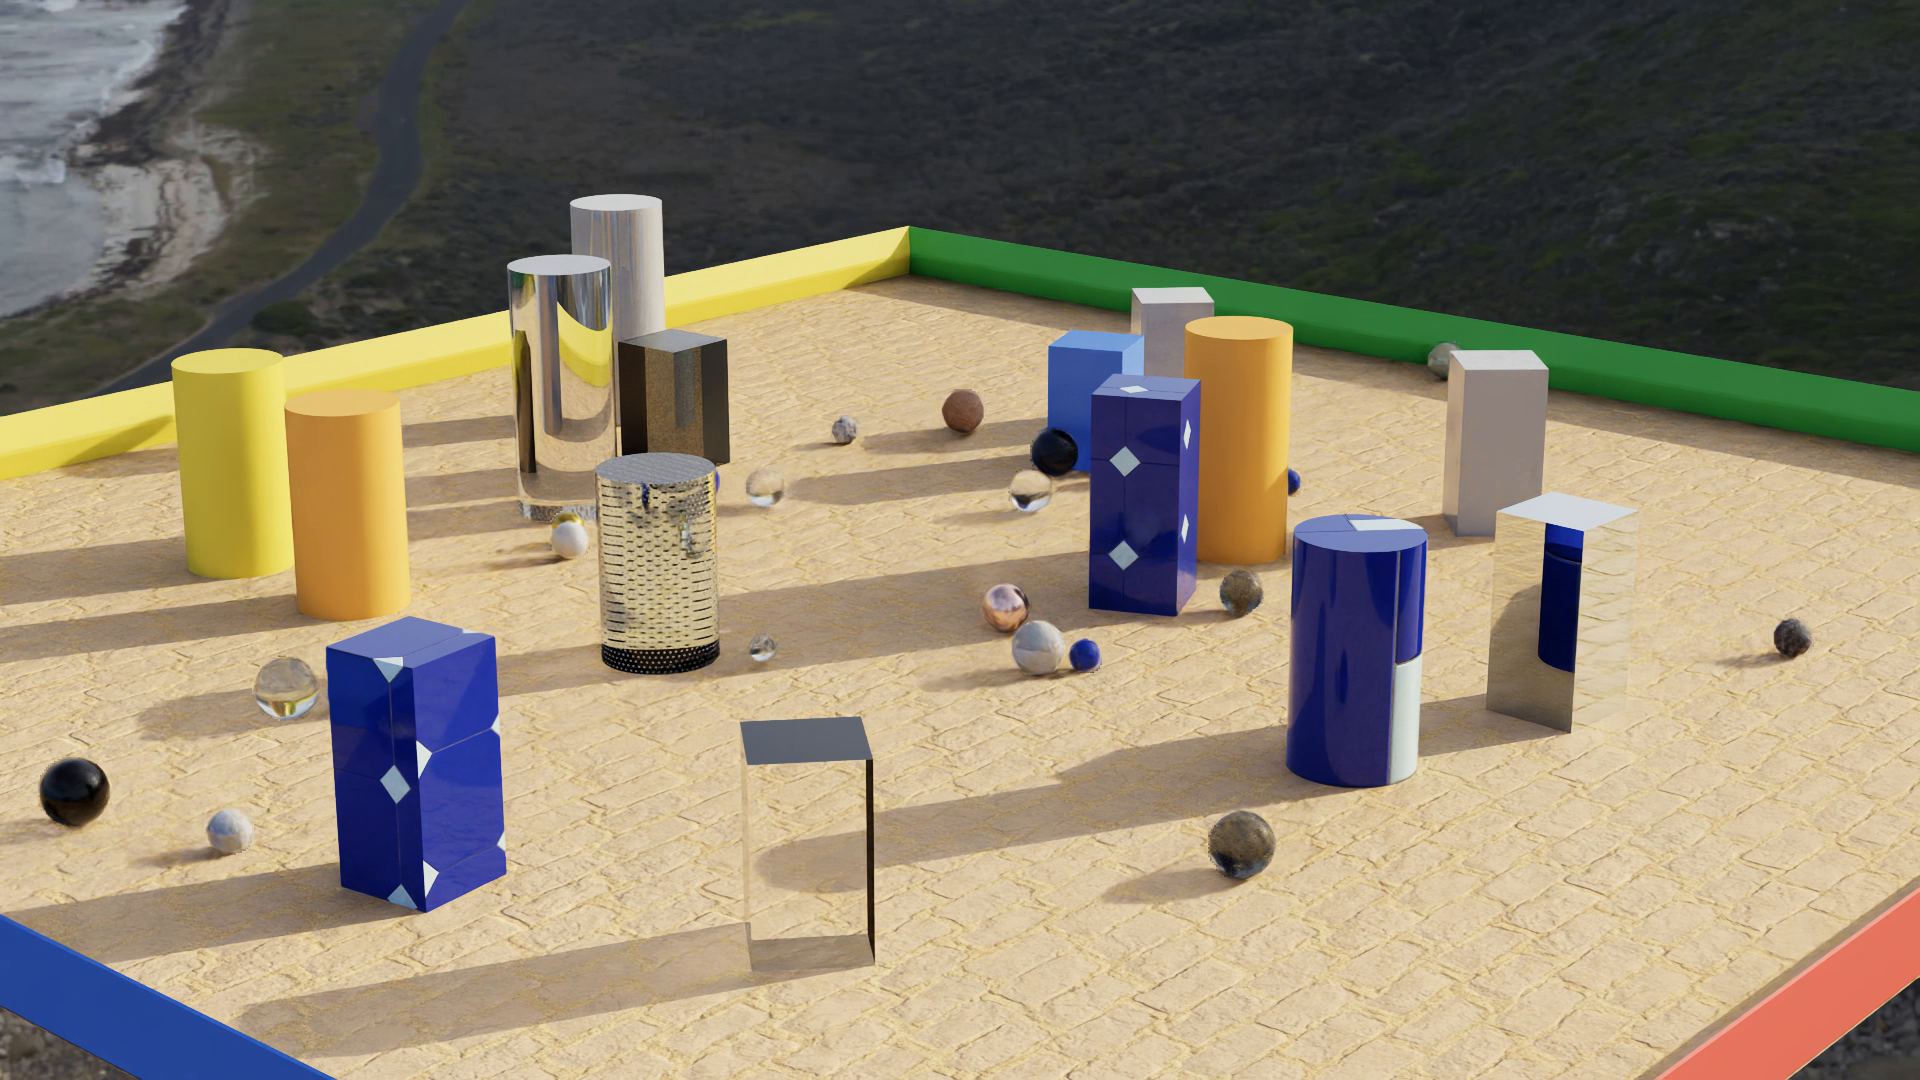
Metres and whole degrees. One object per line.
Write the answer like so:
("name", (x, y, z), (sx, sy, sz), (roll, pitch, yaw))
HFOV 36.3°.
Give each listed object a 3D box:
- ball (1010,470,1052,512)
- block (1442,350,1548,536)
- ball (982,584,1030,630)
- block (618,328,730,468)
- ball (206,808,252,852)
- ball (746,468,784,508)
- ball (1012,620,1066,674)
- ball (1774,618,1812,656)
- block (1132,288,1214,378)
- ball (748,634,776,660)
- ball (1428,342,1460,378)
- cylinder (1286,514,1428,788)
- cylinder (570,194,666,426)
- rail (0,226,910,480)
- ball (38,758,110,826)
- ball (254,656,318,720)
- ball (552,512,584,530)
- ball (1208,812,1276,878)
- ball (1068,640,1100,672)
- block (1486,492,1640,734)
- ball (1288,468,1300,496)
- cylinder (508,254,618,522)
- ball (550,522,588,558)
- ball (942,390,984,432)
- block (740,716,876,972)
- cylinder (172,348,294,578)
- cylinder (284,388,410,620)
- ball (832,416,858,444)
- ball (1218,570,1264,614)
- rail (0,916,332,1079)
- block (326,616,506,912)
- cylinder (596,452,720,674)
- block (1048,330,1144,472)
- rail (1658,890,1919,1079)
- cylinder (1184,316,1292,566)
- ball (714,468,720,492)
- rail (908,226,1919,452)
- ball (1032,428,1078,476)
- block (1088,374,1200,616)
("ball", (0.136, -0.094, 5.614), (0.082, 0.082, 0.082), (0, 17, 0))
("block", (1.001, -0.182, 5.493), (0.155, 0.320, 0.155), (0, 17, -1))
("ball", (0.077, 0.113, 4.933), (0.080, 0.080, 0.080), (0, 17, 0))
("block", (-0.576, -0.277, 5.918), (0.155, 0.258, 0.155), (13, 21, 37))
("ball", (-1.002, 0.398, 4.021), (0.060, 0.060, 0.060), (0, 17, 0))
("ball", (-0.375, -0.101, 5.648), (0.076, 0.076, 0.076), (0, 17, 0))
("ball", (0.126, 0.173, 4.722), (0.087, 0.087, 0.087), (0, 17, 0))
("ball", (1.366, 0.160, 4.808), (0.062, 0.062, 0.062), (0, 17, 0))
("block", (0.454, -0.394, 6.291), (0.155, 0.267, 0.155), (-1, 17, -4))
("ball", (-0.323, 0.176, 4.787), (0.043, 0.043, 0.043), (0, 17, 0))
("ball", (1.103, -0.407, 6.650), (0.083, 0.083, 0.083), (0, 17, 0))
("cylinder", (0.580, 0.161, 4.292), (0.193, 0.358, 0.193), (0, 17, 0))
("cylinder", (-0.728, -0.493, 6.274), (0.193, 0.464, 0.193), (0, 17, 0))
("rail", (-1.434, -0.328, 6.313), (0.045, 0.126, 4.015), (14, 22, 39))
("ball", (-1.241, 0.353, 4.109), (0.096, 0.096, 0.096), (0, 17, 0))
("ball", (-1.039, 0.228, 4.521), (0.097, 0.097, 0.097), (0, 17, 0))
("ball", (-0.723, -0.022, 5.414), (0.060, 0.060, 0.060), (0, 17, 0))
("ball", (0.379, 0.409, 3.936), (0.089, 0.089, 0.089), (0, 17, 0))
("ball", (0.201, 0.186, 4.738), (0.052, 0.052, 0.052), (0, 17, 0))
("block", (0.929, 0.109, 4.526), (0.155, 0.322, 0.155), (15, 23, 41))
("ball", (0.640, -0.113, 5.728), (0.053, 0.053, 0.053), (0, 17, 0))
("cylinder", (-0.753, -0.288, 5.575), (0.193, 0.477, 0.193), (0, 17, 0))
("ball", (-0.710, 0.000, 5.328), (0.068, 0.068, 0.068), (0, 17, 0))
("ball", (0.007, -0.272, 6.193), (0.088, 0.088, 0.088), (0, 17, 0))
("block", (-0.193, 0.382, 3.701), (0.155, 0.276, 0.155), (-2, 17, -7))
("cylinder", (-1.300, -0.139, 5.255), (0.193, 0.375, 0.193), (0, 17, 0))
("cylinder", (-1.049, -0.062, 5.031), (0.193, 0.359, 0.193), (0, 17, 0))
("ball", (-0.240, -0.229, 6.108), (0.055, 0.055, 0.055), (0, 17, 0))
("ball", (0.481, 0.090, 5.018), (0.075, 0.075, 0.075), (0, 17, 0))
("rail", (-1.301, 0.464, 3.686), (3.847, 0.126, 0.045), (14, 22, 39))
("block", (-0.719, 0.294, 3.884), (0.155, 0.338, 0.155), (11, 20, 32))
("cylinder", (-0.492, 0.037, 4.772), (0.193, 0.319, 0.193), (0, 17, 0))
("block", (0.275, -0.280, 5.937), (0.155, 0.253, 0.155), (6, 18, 19))
("rail", (1.434, 0.391, 3.928), (0.045, 0.126, 4.015), (14, 22, 39))
("cylinder", (0.501, -0.182, 5.328), (0.193, 0.417, 0.193), (0, 17, 0))
("ball", (-0.501, -0.114, 5.699), (0.071, 0.071, 0.071), (0, 17, 0))
("rail", (1.301, -0.401, 6.554), (3.847, 0.126, 0.045), (14, 22, 39))
("ball", (0.190, -0.175, 5.862), (0.095, 0.095, 0.095), (0, 17, 0))
("block", (0.318, -0.079, 5.048), (0.155, 0.380, 0.155), (5, 17, 16))
